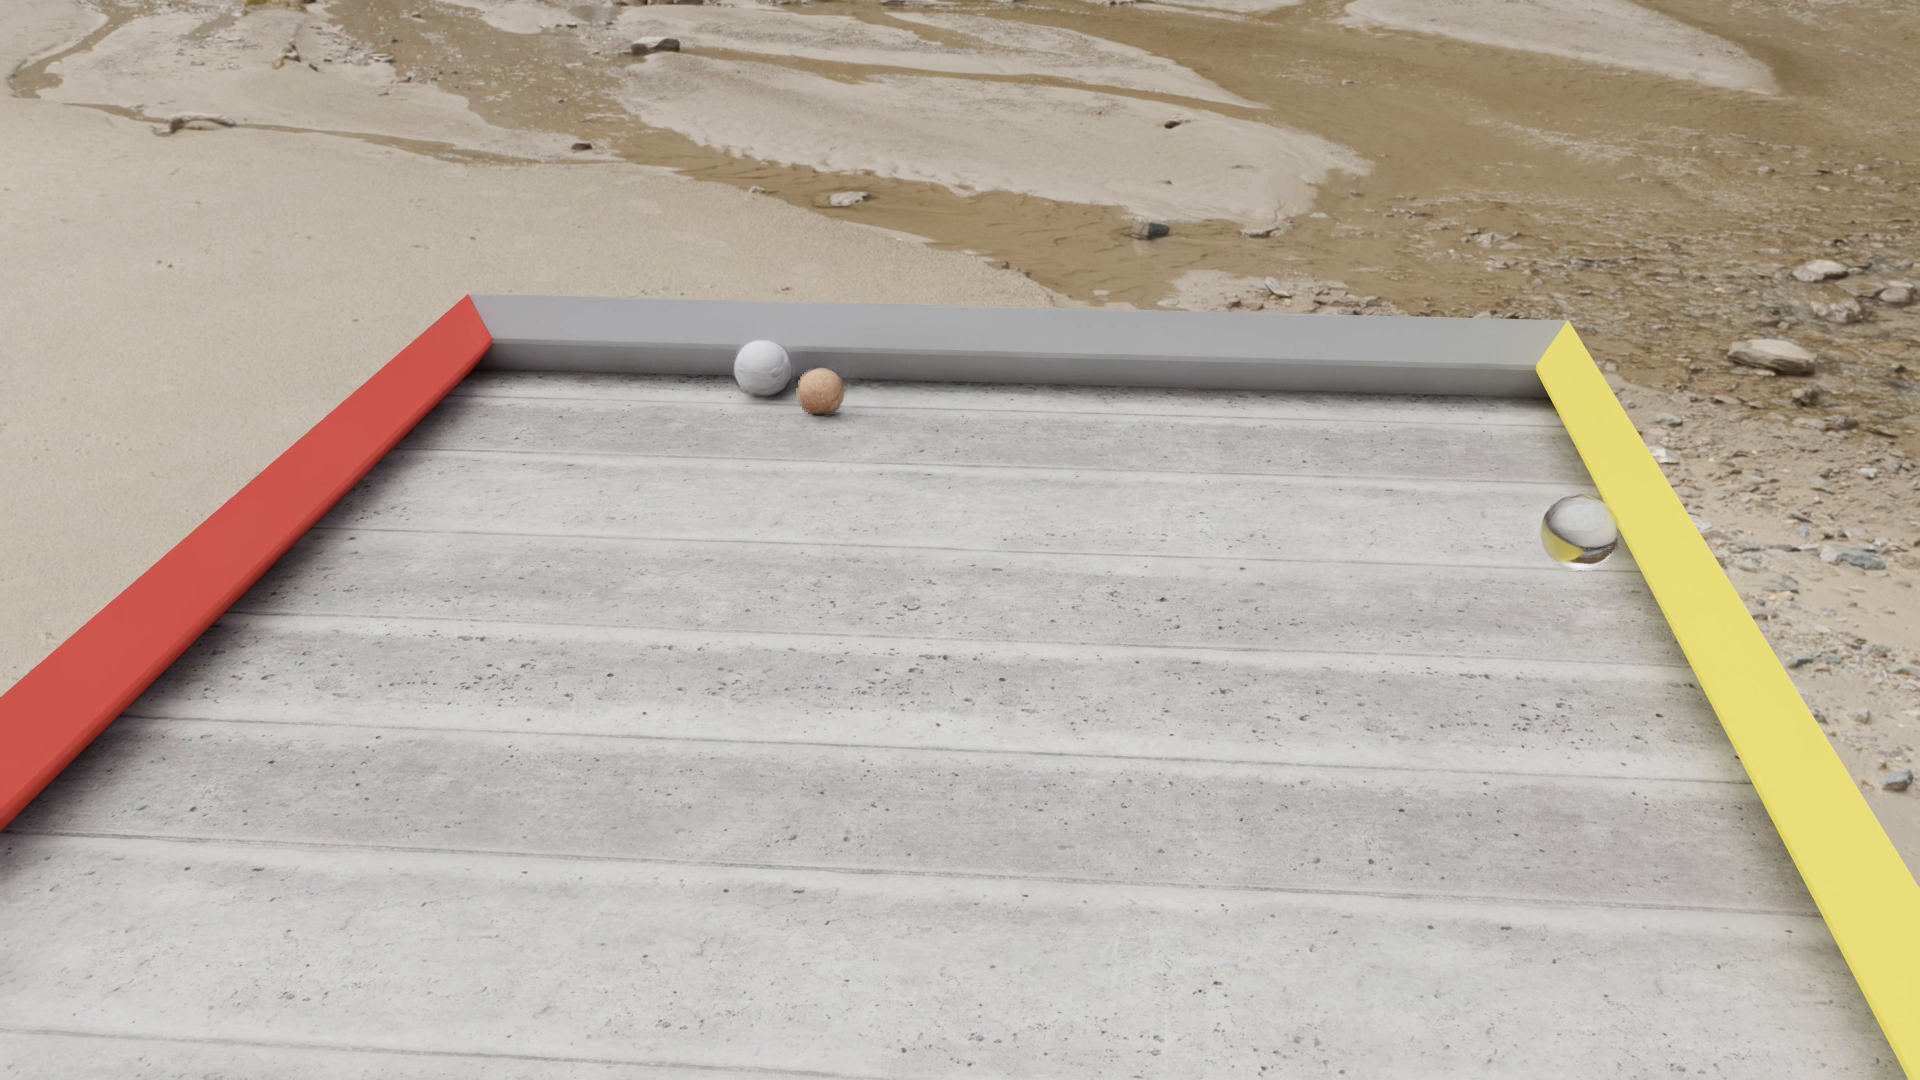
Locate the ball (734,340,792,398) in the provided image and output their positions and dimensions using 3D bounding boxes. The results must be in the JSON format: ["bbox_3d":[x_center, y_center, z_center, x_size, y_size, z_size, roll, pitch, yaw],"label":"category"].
[{"bbox_3d":[-0.267,-0.231,2.970,0.077,0.077,0.077,0,21,0],"label":"ball"}]

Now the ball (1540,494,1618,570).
[{"bbox_3d":[0.673,-0.008,2.391,0.082,0.082,0.082,0,21,0],"label":"ball"}]

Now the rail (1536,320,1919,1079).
[{"bbox_3d":[0.665,0.260,1.664,0.045,0.107,2.797,2,21,5],"label":"rail"}]

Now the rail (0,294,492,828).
[{"bbox_3d":[-0.791,0.212,1.787,0.045,0.107,2.797,2,21,5],"label":"rail"}]

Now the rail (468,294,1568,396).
[{"bbox_3d":[0.061,-0.260,3.001,1.509,0.107,0.045,2,21,5],"label":"rail"}]

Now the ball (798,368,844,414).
[{"bbox_3d":[-0.183,-0.196,2.902,0.061,0.061,0.061,0,21,0],"label":"ball"}]
